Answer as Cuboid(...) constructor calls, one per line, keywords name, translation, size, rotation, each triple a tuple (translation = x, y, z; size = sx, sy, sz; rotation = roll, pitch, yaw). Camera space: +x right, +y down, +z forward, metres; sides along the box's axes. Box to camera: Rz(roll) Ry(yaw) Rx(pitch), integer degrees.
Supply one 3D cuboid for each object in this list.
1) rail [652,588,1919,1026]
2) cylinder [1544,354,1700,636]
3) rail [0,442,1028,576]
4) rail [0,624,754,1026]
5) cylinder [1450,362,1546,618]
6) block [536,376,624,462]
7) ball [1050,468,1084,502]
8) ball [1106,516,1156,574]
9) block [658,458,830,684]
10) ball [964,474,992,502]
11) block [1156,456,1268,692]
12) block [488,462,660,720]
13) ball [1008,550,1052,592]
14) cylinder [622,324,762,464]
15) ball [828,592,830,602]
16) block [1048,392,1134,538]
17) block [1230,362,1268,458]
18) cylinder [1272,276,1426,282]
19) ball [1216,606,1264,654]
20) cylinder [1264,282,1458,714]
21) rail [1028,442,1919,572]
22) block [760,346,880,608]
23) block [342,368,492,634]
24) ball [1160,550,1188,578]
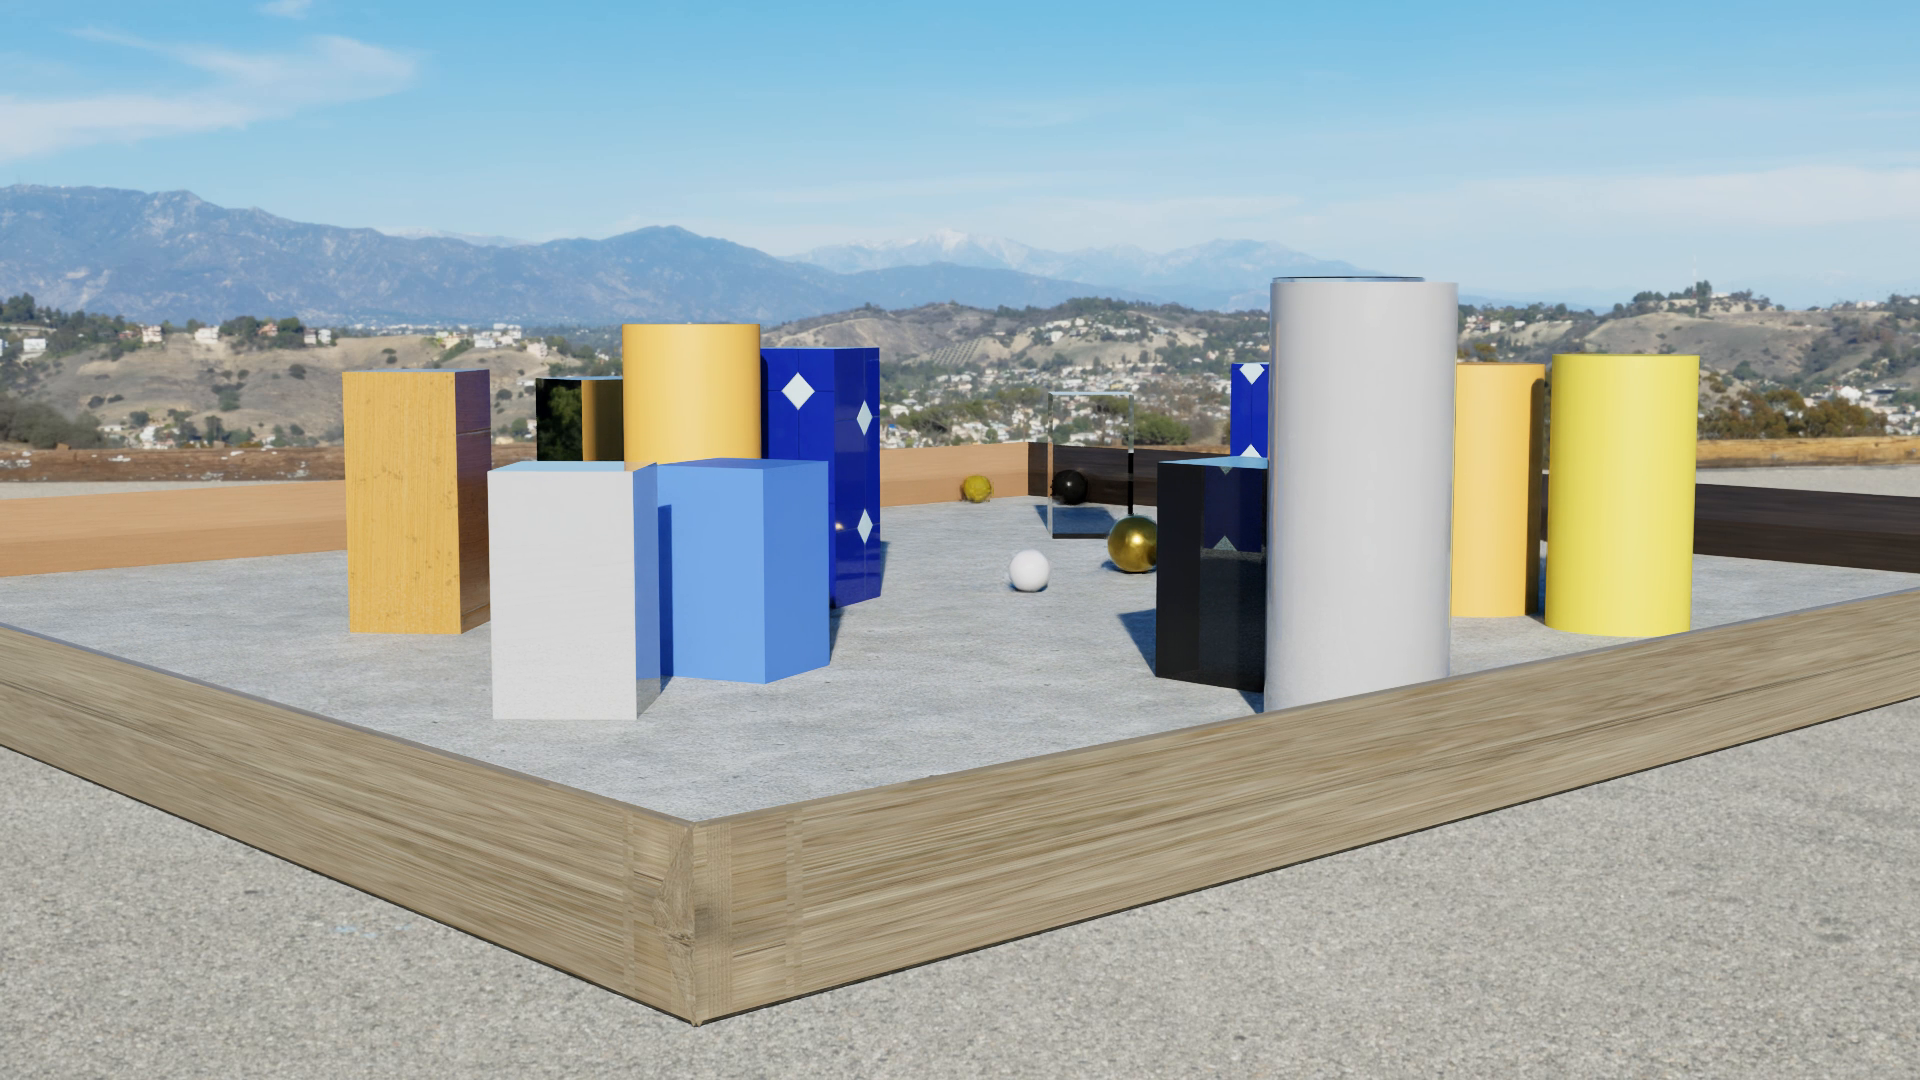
Cuboid(name="rail", translation=(0.896, 0.134, 2.366), size=(2.929, 0.128, 0.045), rotation=(-5, 8, -42))
Cuboid(name="cylinder", translation=(0.928, -0.068, 3.086), size=(0.197, 0.382, 0.197), rotation=(0, 6, 0))
Cuboid(name="rail", translation=(-0.896, -0.068, 4.298), size=(2.929, 0.128, 0.045), rotation=(-5, 8, -42))
Cuboid(name="rail", translation=(-1.059, 0.135, 2.360), size=(0.045, 0.128, 2.690), rotation=(-5, 8, -42))
Cuboid(name="cylinder", translation=(0.766, -0.079, 3.278), size=(0.197, 0.365, 0.197), rotation=(0, 6, 0))
Cuboid(name="block", translation=(-0.626, -0.117, 3.822), size=(0.157, 0.328, 0.157), rotation=(-5, 8, -40))
Cuboid(name="ball", translation=(0.247, -0.127, 5.095), size=(0.082, 0.082, 0.082), rotation=(0, 6, 0))
Cuboid(name="ball", translation=(0.298, 0.007, 3.733), size=(0.098, 0.098, 0.098), rotation=(0, 6, 0))
Cuboid(name="block", translation=(-0.270, 0.033, 2.718), size=(0.157, 0.257, 0.157), rotation=(3, 7, 26))
Cuboid(name="ball", translation=(0.040, -0.119, 5.102), size=(0.065, 0.065, 0.065), rotation=(0, 6, 0))
Cuboid(name="block", translation=(0.349, 0.037, 2.664), size=(0.157, 0.262, 0.157), rotation=(6, 8, 45))
Cuboid(name="block", translation=(-0.429, 0.053, 2.464), size=(0.157, 0.271, 0.157), rotation=(0, 6, 2))
Cuboid(name="ball", translation=(0.111, 0.048, 3.484), size=(0.068, 0.068, 0.068), rotation=(0, 6, 0))
Cuboid(name="cylinder", translation=(-0.384, -0.098, 3.169), size=(0.197, 0.425, 0.197), rotation=(0, 6, 0))
Cuboid(name="ball", translation=(-0.218, 0.083, 3.200), size=(0.058, 0.058, 0.058), rotation=(0, 6, 0))
Cuboid(name="block", translation=(0.258, -0.150, 4.361), size=(0.157, 0.281, 0.157), rotation=(0, 6, -1))
Cuboid(name="block", translation=(0.622, -0.162, 4.171), size=(0.157, 0.344, 0.157), rotation=(5, 8, 40))
Cuboid(name="cylinder", translation=(0.503, -0.098, 2.873), size=(0.197, 0.486, 0.197), rotation=(0, 6, 0))
Cuboid(name="ball", translation=(0.365, 0.117, 2.865), size=(0.060, 0.060, 0.060), rotation=(0, 6, 0))
Cuboid(name="cylinder", translation=(0.427, -0.037, 2.350), size=(0.197, 0.473, 0.197), rotation=(0, 6, 0))
Cuboid(name="rail", translation=(1.059, -0.068, 4.304), size=(0.045, 0.128, 2.690), rotation=(-5, 8, -42))
Cuboid(name="block", translation=(-0.228, -0.100, 3.371), size=(0.157, 0.387, 0.157), rotation=(3, 6, 23))
Cuboid(name="block", translation=(-0.759, -0.058, 3.098), size=(0.157, 0.360, 0.157), rotation=(1, 6, 5))
Cuboid(name="ball", translation=(0.355, 0.041, 3.660), size=(0.047, 0.047, 0.047), rotation=(0, 6, 0))
